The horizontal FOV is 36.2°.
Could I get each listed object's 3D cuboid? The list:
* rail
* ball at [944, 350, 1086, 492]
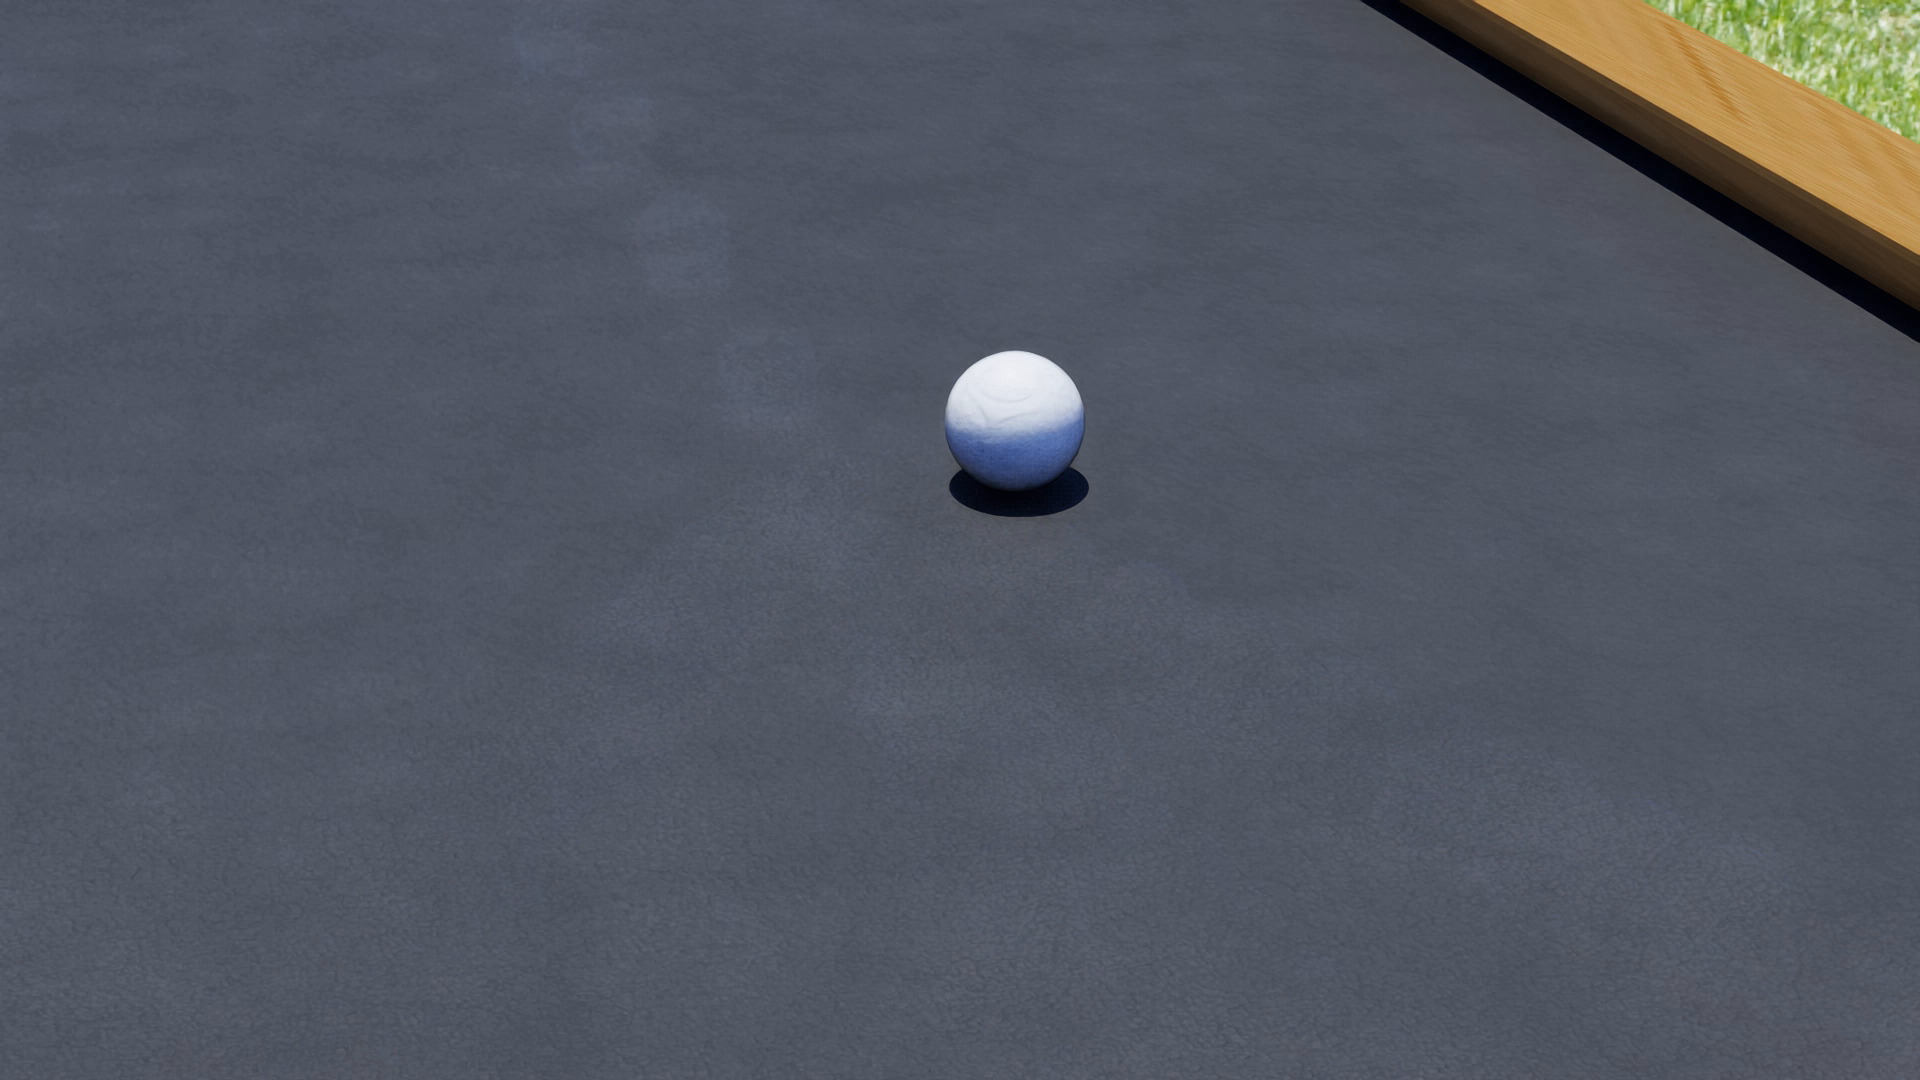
[{"bbox_3d":[0.560,-0.503,2.876,0.045,0.130,3.293,-9,28,-17],"label":"rail"},{"bbox_3d":[0.039,-0.084,2.075,0.100,0.100,0.100,0,27,0],"label":"ball"}]
